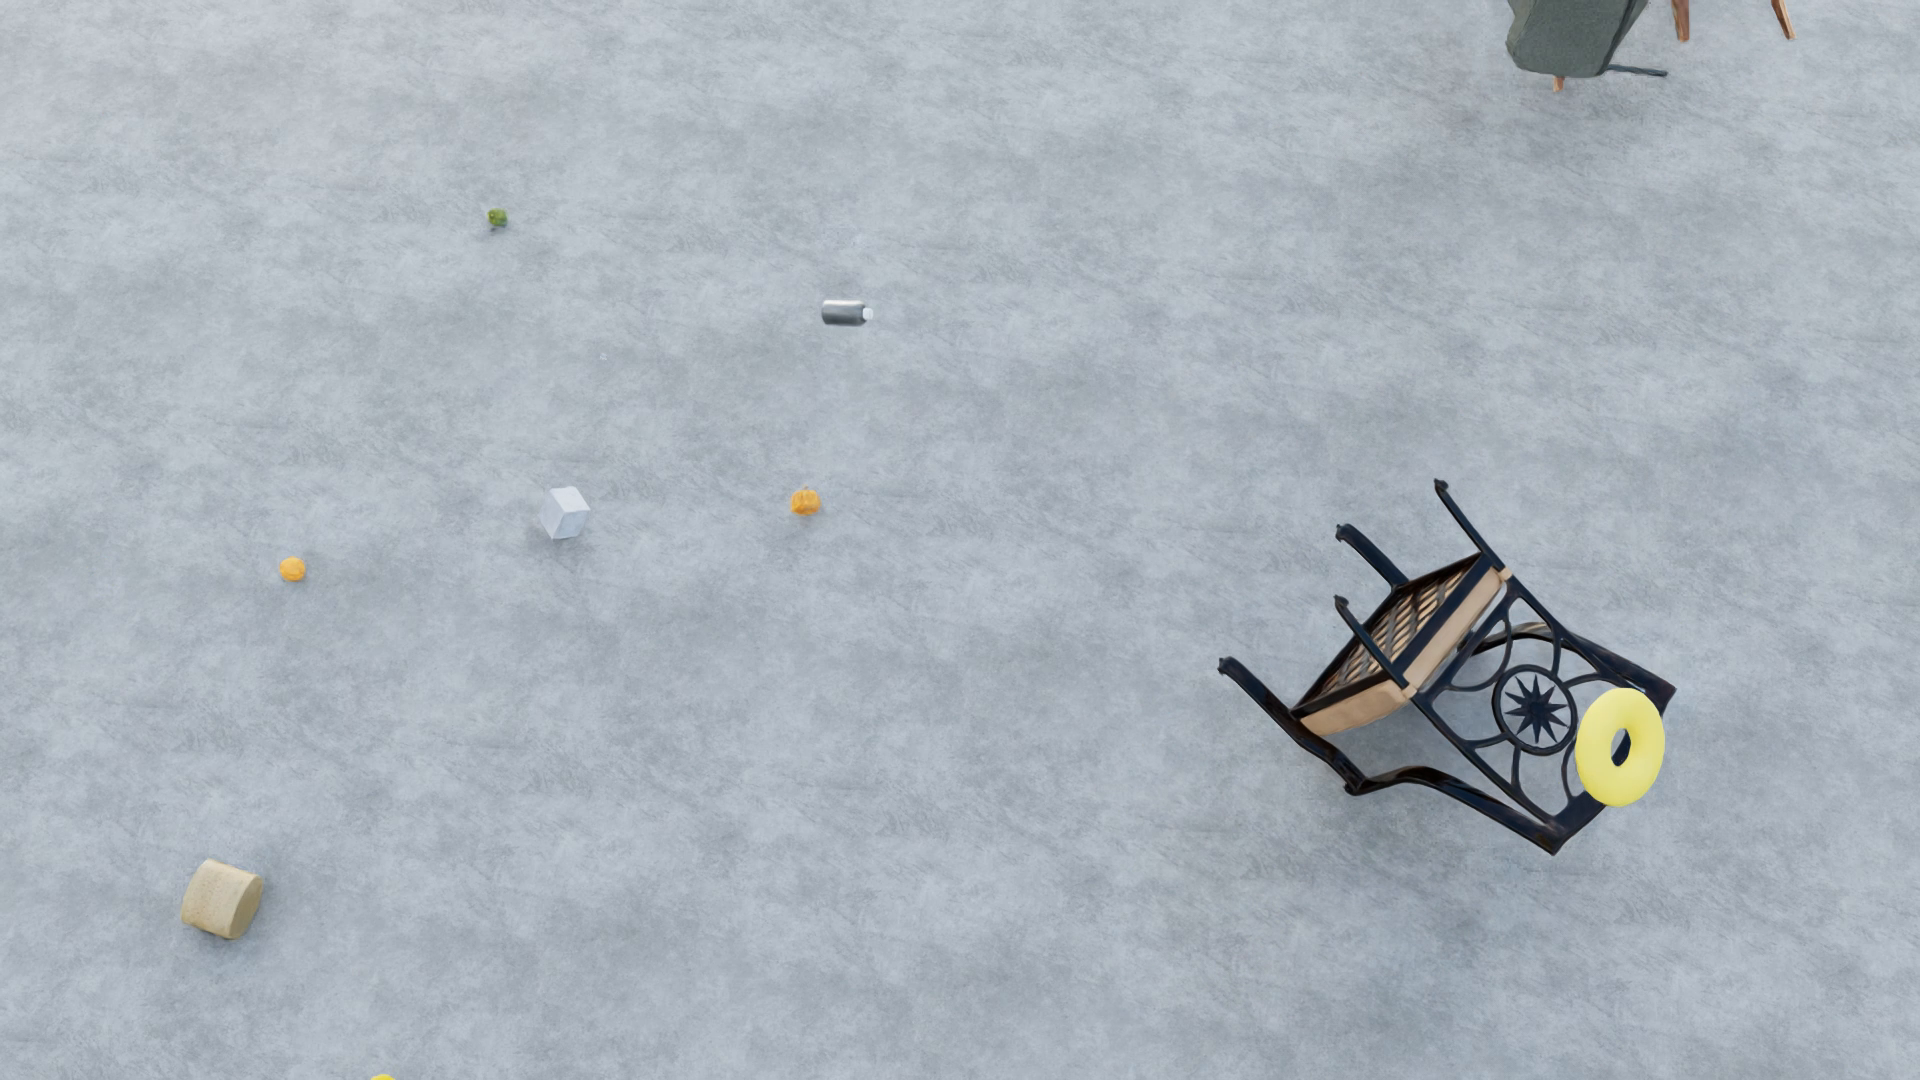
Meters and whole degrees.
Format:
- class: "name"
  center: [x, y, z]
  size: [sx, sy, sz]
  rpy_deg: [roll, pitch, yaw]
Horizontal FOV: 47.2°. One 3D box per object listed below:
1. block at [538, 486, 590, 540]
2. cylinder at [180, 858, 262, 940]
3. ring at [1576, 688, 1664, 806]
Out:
- class: "block"
  center: [-1.179, -0.081, 6.540]
  size: [0.089, 0.114, 0.097]
  rpy_deg: [-10, 53, -43]
- class: "cylinder"
  center: [-1.962, 0.956, 5.848]
  size: [0.148, 0.128, 0.180]
  rpy_deg: [18, 77, 8]
- class: "ring"
  center: [1.623, 0.508, 5.403]
  size: [0.282, 0.068, 0.295]
  rpy_deg: [6, 90, -30]
